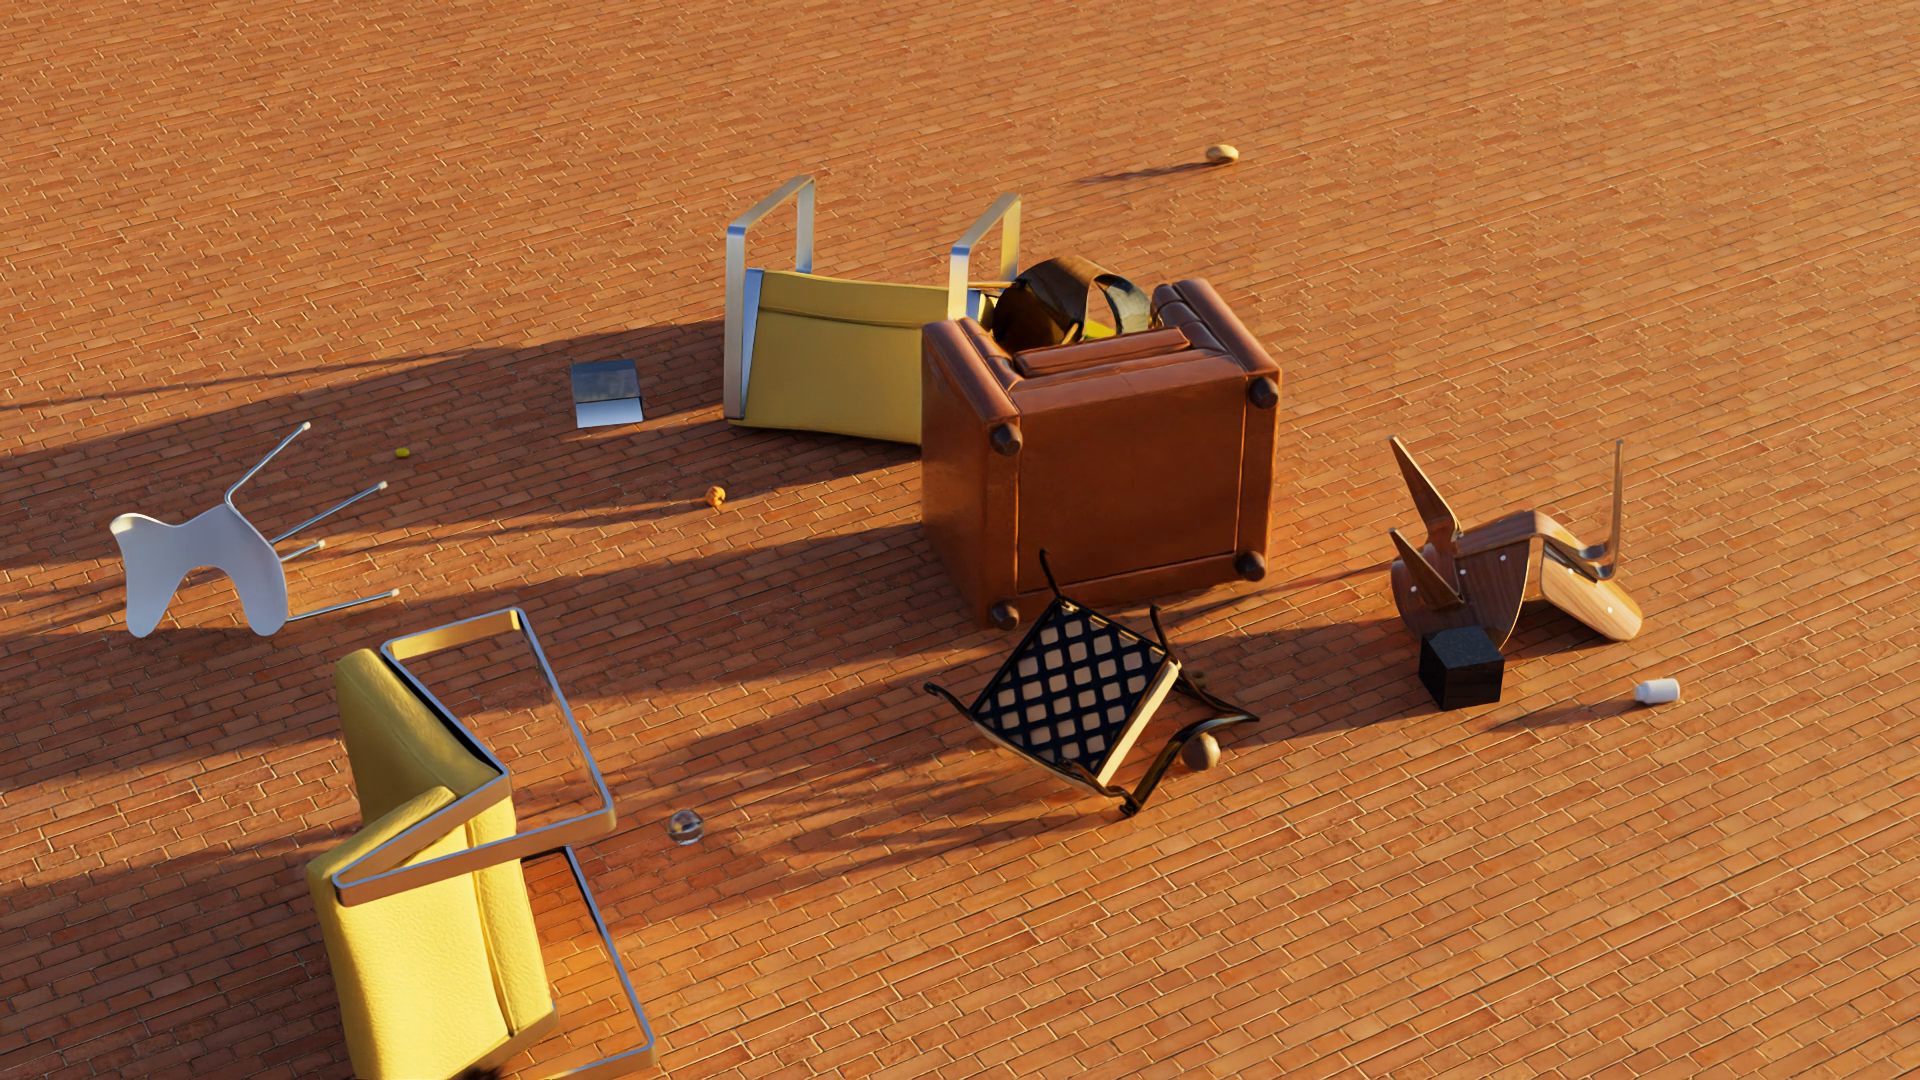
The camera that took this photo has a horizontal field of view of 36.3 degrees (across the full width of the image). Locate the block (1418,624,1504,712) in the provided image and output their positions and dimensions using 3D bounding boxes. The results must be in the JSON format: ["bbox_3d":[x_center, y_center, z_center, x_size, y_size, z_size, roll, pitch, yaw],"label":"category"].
[{"bbox_3d":[1.728,0.441,10.111,0.212,0.181,0.213,-9,34,-13],"label":"block"}]

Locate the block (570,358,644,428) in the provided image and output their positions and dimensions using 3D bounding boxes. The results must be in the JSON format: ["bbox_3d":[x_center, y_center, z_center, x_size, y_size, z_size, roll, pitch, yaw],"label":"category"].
[{"bbox_3d":[-1.416,-0.589,11.733,0.260,0.116,0.303,-6,34,-9],"label":"block"}]

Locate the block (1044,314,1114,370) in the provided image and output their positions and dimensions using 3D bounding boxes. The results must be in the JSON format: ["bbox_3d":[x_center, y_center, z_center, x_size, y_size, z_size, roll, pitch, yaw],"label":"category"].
[{"bbox_3d":[0.478,-0.793,11.765,0.181,0.212,0.112,20,67,-21],"label":"block"}]

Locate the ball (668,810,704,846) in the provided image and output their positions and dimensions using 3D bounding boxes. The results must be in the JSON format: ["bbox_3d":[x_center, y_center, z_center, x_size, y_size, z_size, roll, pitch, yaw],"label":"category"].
[{"bbox_3d":[-0.883,0.924,9.436,0.116,0.116,0.116,0,33,0],"label":"ball"}]

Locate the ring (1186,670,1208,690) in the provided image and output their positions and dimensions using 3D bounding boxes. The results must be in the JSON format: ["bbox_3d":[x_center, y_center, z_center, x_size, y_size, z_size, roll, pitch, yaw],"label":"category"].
[{"bbox_3d":[0.822,0.483,10.173,0.080,0.042,0.087,-13,34,-17],"label":"ring"}]

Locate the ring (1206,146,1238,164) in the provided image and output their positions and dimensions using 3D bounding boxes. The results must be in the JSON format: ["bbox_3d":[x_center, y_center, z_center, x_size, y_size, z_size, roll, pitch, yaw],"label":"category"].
[{"bbox_3d":[1.213,-1.784,13.573,0.161,0.091,0.060,-2,67,-17],"label":"ring"}]
